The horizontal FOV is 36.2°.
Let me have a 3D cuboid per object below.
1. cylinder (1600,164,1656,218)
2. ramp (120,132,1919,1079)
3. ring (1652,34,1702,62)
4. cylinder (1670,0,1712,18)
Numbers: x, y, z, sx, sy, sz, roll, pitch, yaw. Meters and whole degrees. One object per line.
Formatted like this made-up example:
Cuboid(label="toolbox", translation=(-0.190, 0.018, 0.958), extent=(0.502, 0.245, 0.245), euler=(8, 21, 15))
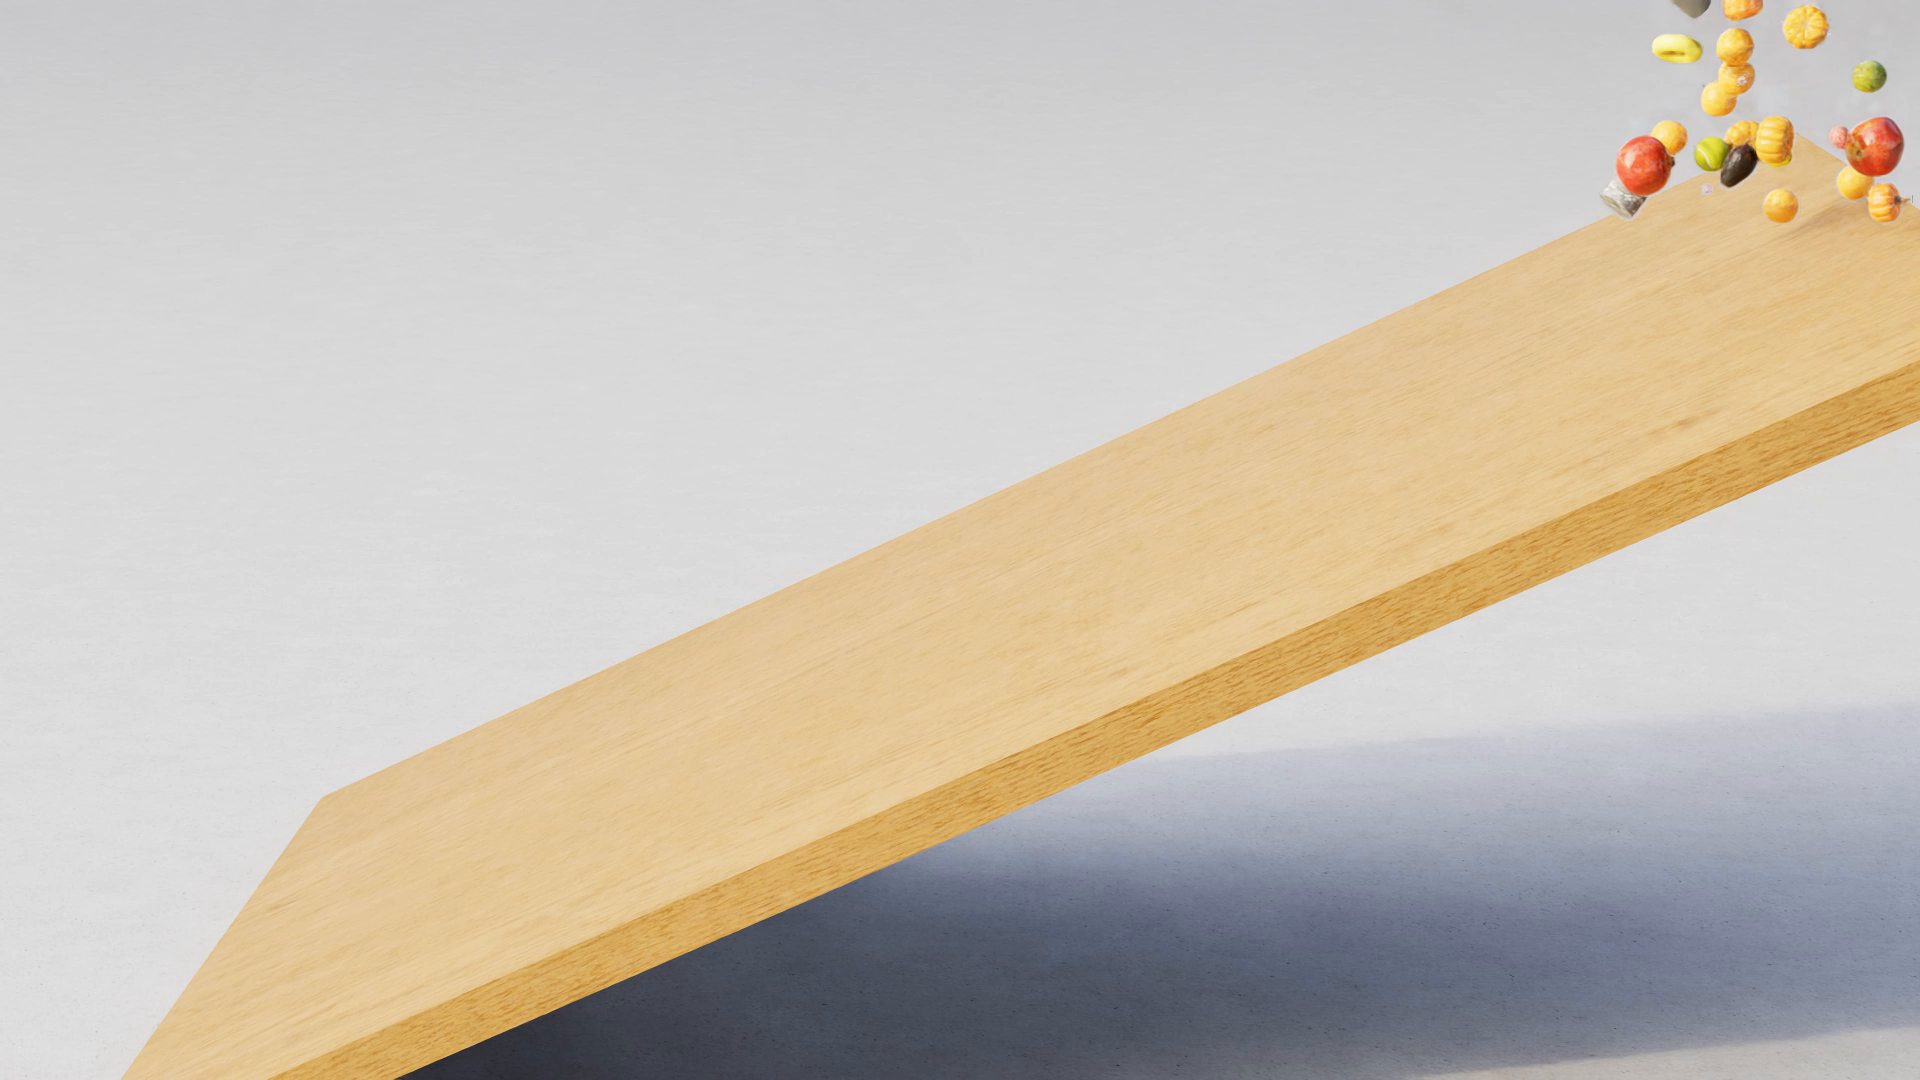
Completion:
Cuboid(label="cylinder", translation=(1.345, -0.702, 5.924), extent=(0.078, 0.078, 0.078), euler=(38, 0, 0))
Cuboid(label="ramp", translation=(0.136, 0.168, 6.282), extent=(4.000, 0.100, 2.000), euler=(-24, 13, 9))
Cuboid(label="ring", translation=(1.396, -0.956, 5.727), extent=(0.098, 0.033, 0.098), euler=(13, -8, 2))
Cuboid(label="cylinder", translation=(1.420, -1.055, 5.717), extent=(0.059, 0.059, 0.059), euler=(32, 6, -19))
